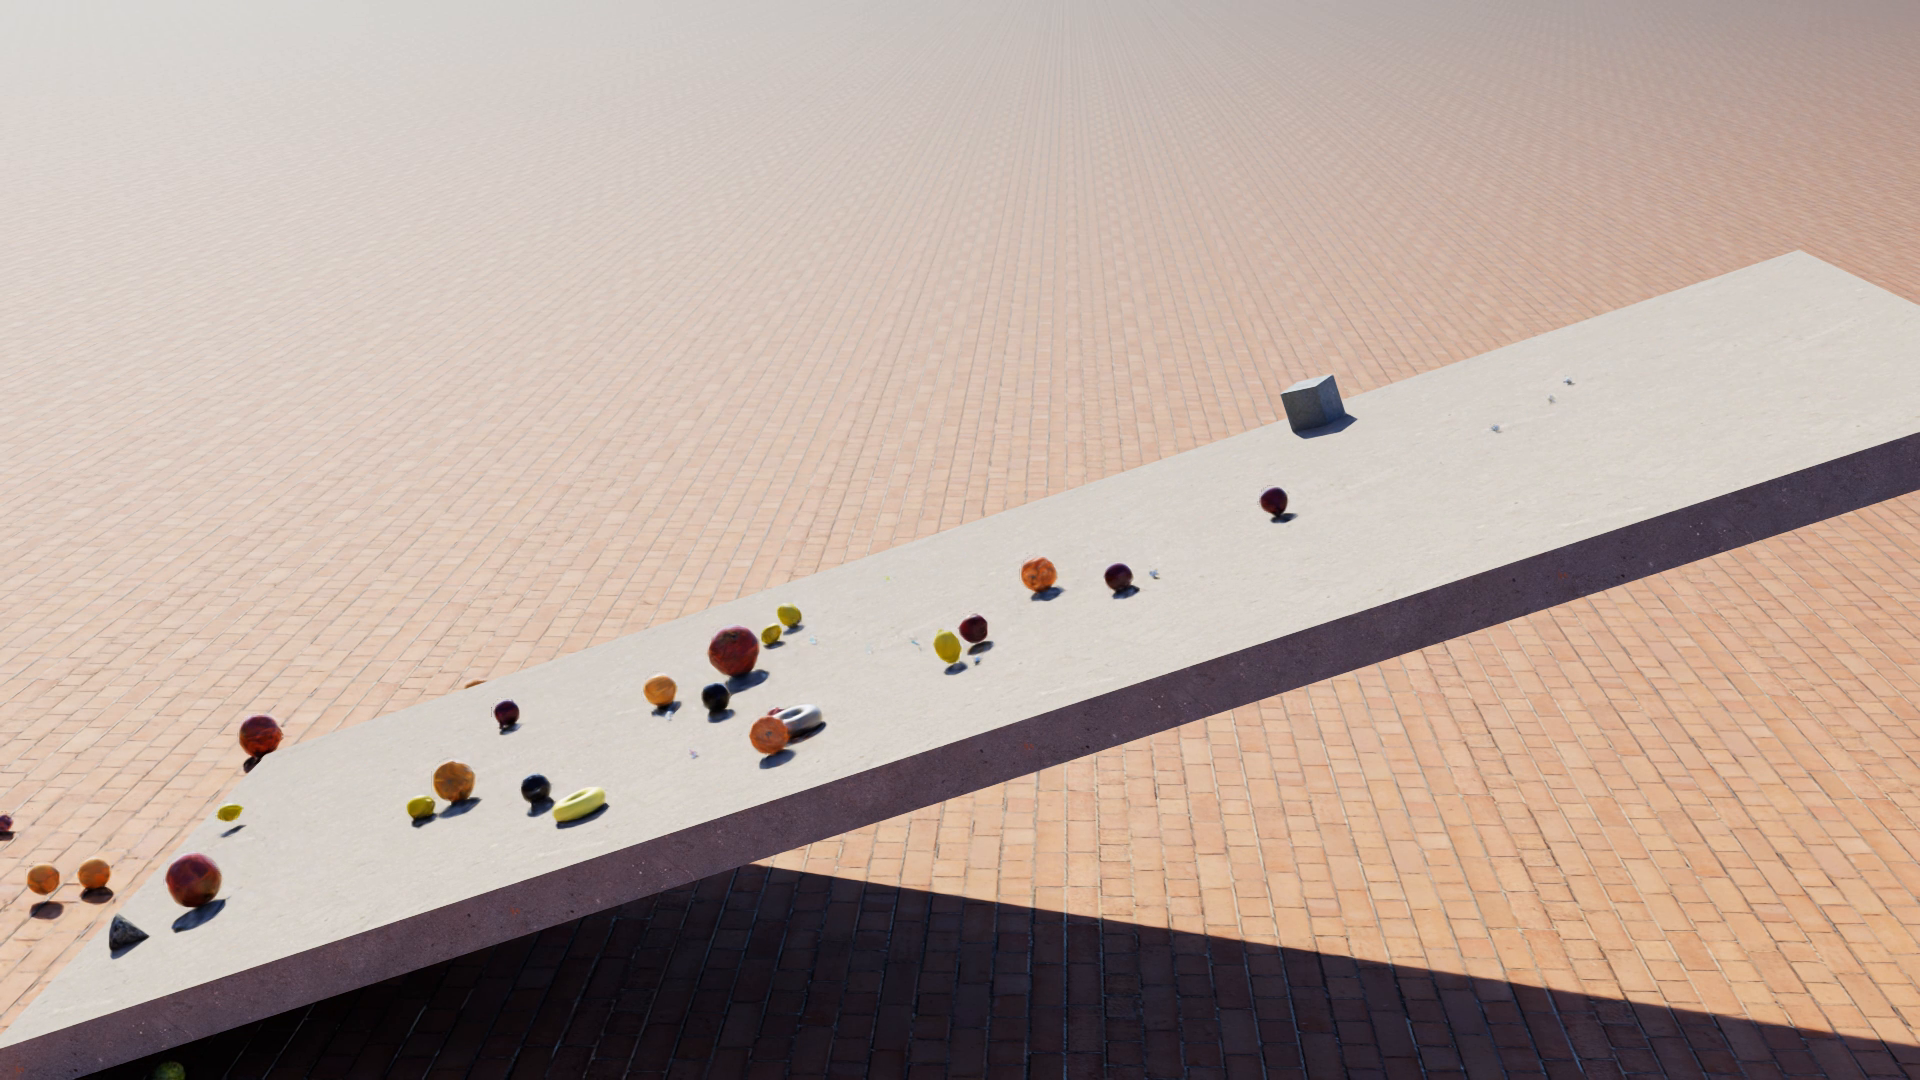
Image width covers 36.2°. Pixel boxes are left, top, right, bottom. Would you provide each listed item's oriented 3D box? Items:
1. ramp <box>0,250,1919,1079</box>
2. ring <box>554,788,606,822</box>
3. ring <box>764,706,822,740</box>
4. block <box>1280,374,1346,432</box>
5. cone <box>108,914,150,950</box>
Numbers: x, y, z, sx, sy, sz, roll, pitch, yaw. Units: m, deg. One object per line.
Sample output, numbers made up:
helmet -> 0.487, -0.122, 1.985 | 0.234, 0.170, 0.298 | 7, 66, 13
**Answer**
ramp -> 0.108, 0.180, 6.304 | 4.000, 0.100, 2.000 | -18, 11, 6
ring -> -0.745, 0.517, 5.750 | 0.110, 0.037, 0.110 | -22, 9, 4
ring -> -0.328, 0.360, 5.797 | 0.120, 0.040, 0.120 | -18, 12, 4
block -> 0.841, -0.326, 7.006 | 0.098, 0.098, 0.098 | -11, 14, 37
cone -> -1.681, 0.801, 5.978 | 0.074, 0.074, 0.074 | 8, 12, 1
